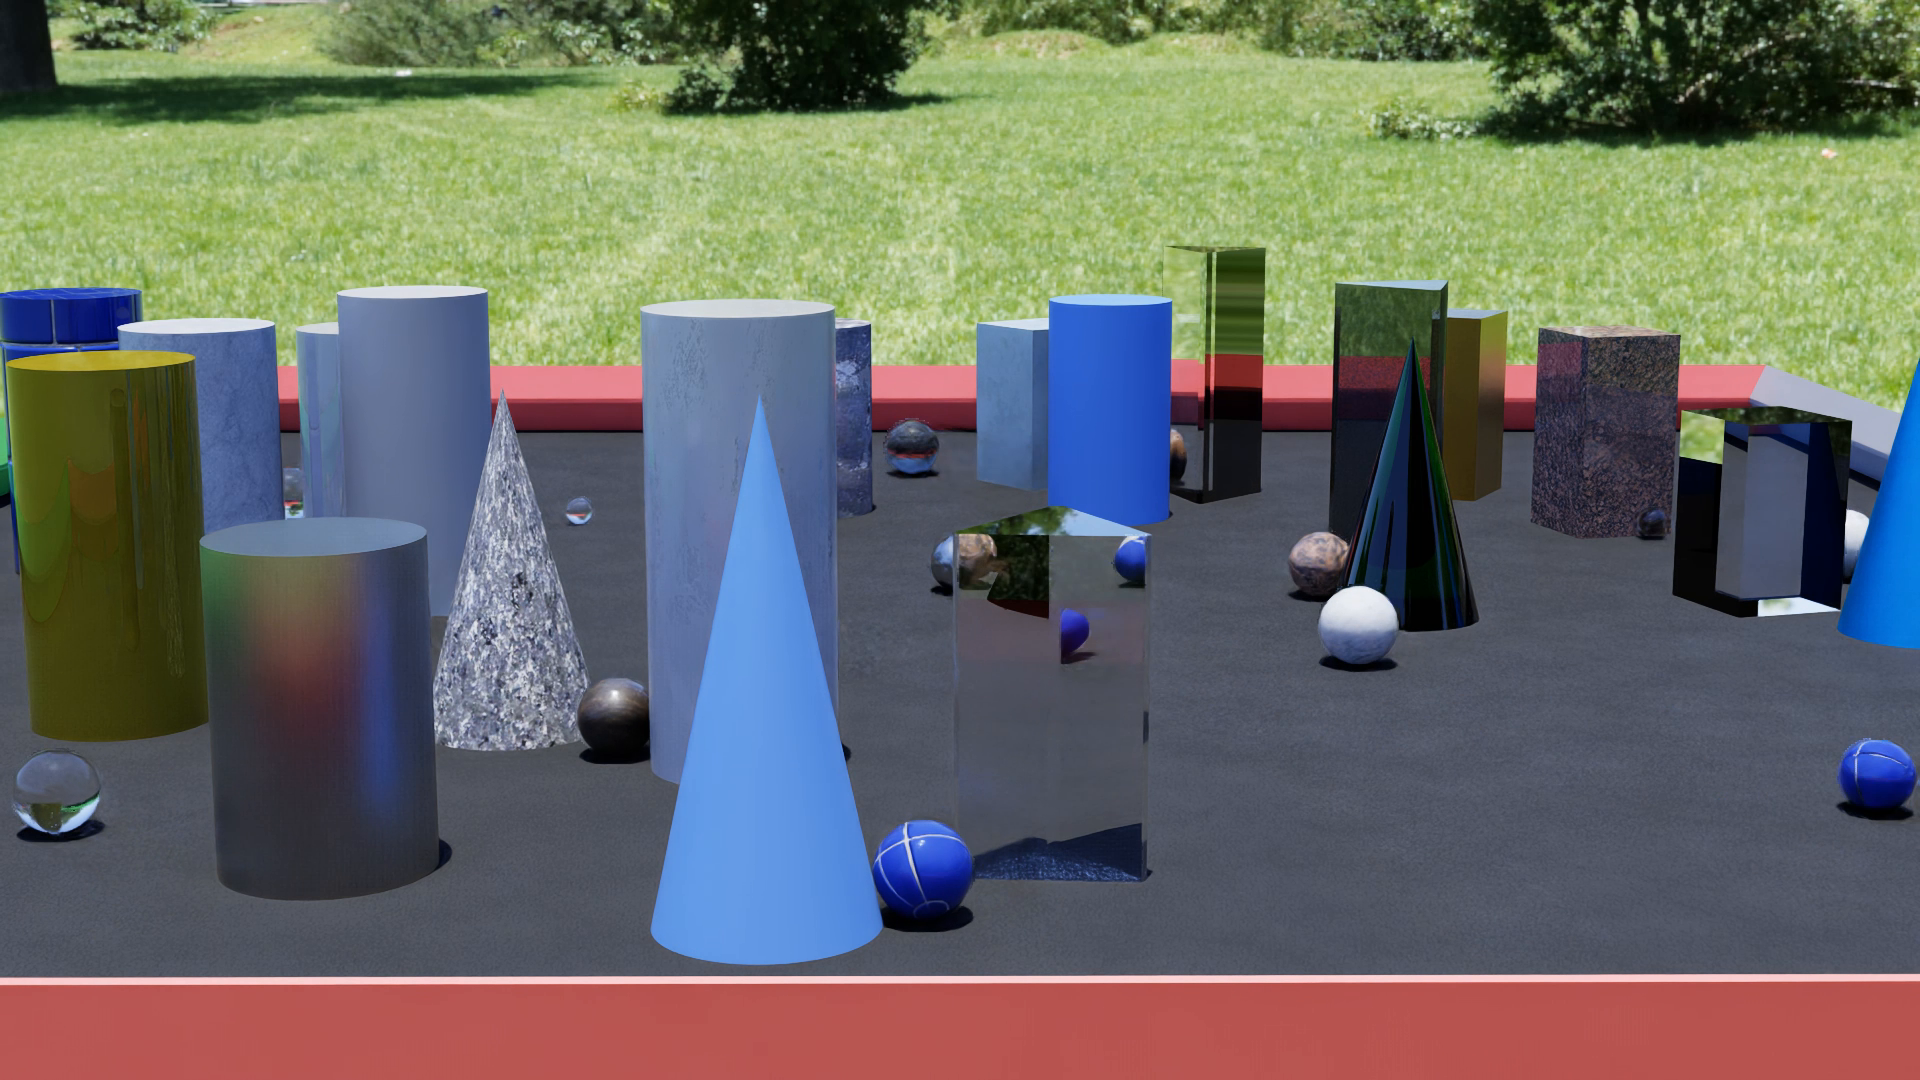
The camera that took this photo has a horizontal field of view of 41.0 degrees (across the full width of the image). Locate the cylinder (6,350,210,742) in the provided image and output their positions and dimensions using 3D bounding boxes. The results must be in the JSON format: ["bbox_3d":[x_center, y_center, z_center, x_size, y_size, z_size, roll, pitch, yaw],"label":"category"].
[{"bbox_3d":[-0.944,0.002,2.859,0.199,0.407,0.199,0,10,0],"label":"cylinder"}]

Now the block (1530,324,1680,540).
[{"bbox_3d":[1.021,-0.174,4.064,0.159,0.315,0.159,-3,11,-16],"label":"block"}]

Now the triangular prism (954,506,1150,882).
[{"bbox_3d":[0.087,0.138,2.370,0.172,0.318,0.149,1,11,4],"label":"triangular prism"}]

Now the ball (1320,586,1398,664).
[{"bbox_3d":[0.491,0.105,3.156,0.097,0.097,0.097,0,10,0],"label":"ball"}]

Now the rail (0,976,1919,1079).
[{"bbox_3d":[0.010,0.350,1.735,3.281,0.129,0.045,0,10,0],"label":"rail"}]

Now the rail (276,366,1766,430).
[{"bbox_3d":[-0.010,-0.284,5.162,3.281,0.129,0.045,0,10,0],"label":"rail"}]

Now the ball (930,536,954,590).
[{"bbox_3d":[-0.003,0.033,3.597,0.079,0.079,0.079,0,10,0],"label":"ball"}]

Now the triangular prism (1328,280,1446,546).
[{"bbox_3d":[0.644,-0.155,3.662,0.172,0.423,0.149,10,15,44],"label":"triangular prism"}]

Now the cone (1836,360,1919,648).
[{"bbox_3d":[1.245,-0.101,3.296,0.199,0.451,0.199,0,10,0],"label":"cone"}]

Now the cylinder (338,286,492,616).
[{"bbox_3d":[-0.736,-0.124,3.489,0.199,0.426,0.199,0,10,0],"label":"cylinder"}]

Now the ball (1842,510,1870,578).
[{"bbox_3d":[1.270,0.006,3.683,0.099,0.099,0.099,0,10,0],"label":"ball"}]

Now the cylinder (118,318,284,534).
[{"bbox_3d":[-1.002,-0.090,3.404,0.199,0.390,0.199,0,10,0],"label":"cylinder"}]

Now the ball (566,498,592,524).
[{"bbox_3d":[-0.612,-0.046,4.124,0.042,0.042,0.042,0,10,0],"label":"ball"}]

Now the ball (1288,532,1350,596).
[{"bbox_3d":[0.501,0.034,3.558,0.090,0.090,0.090,0,10,0],"label":"ball"}]

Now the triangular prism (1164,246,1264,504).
[{"bbox_3d":[0.406,-0.289,4.392,0.149,0.421,0.172,9,14,41],"label":"triangular prism"}]

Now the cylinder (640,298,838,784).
[{"bbox_3d":[-0.227,0.000,2.666,0.199,0.482,0.199,0,10,0],"label":"cylinder"}]

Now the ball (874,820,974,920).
[{"bbox_3d":[-0.032,0.285,2.214,0.086,0.086,0.086,0,10,0],"label":"ball"}]

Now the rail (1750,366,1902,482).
[{"bbox_3d":[1.617,0.032,3.458,0.045,0.129,3.533,0,10,0],"label":"rail"}]

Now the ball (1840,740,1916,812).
[{"bbox_3d":[0.906,0.233,2.533,0.072,0.072,0.072,0,10,0],"label":"ball"}]

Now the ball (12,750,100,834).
[{"bbox_3d":[-0.868,0.241,2.464,0.081,0.081,0.081,0,10,0],"label":"ball"}]

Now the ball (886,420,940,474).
[{"bbox_3d":[-0.086,-0.167,4.625,0.097,0.097,0.097,0,10,0],"label":"ball"}]

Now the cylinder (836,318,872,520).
[{"bbox_3d":[-0.245,-0.203,4.231,0.199,0.311,0.199,0,10,0],"label":"cylinder"}]

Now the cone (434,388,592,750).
[{"bbox_3d":[-0.498,0.021,2.825,0.199,0.383,0.199,0,10,0],"label":"cone"}]

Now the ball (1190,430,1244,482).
[{"bbox_3d":[0.455,-0.150,4.544,0.093,0.093,0.093,0,10,0],"label":"ball"}]

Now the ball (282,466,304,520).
[{"bbox_3d":[-1.082,-0.073,4.137,0.090,0.090,0.090,0,10,0],"label":"ball"}]

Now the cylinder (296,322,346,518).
[{"bbox_3d":[-0.877,-0.143,3.810,0.199,0.347,0.199,0,10,0],"label":"cylinder"}]

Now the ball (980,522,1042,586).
[{"bbox_3d":[0.072,0.019,3.637,0.091,0.091,0.091,0,10,0],"label":"ball"}]

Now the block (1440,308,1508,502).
[{"bbox_3d":[0.837,-0.237,4.420,0.159,0.310,0.159,5,12,27],"label":"block"}]

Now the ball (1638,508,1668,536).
[{"bbox_3d":[1.080,-0.028,4.000,0.046,0.046,0.046,0,10,0],"label":"ball"}]

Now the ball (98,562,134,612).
[{"bbox_3d":[-1.130,0.063,3.466,0.066,0.066,0.066,0,10,0],"label":"ball"}]

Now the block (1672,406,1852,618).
[{"bbox_3d":[1.092,-0.041,3.501,0.159,0.259,0.159,-3,11,-17],"label":"block"}]

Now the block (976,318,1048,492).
[{"bbox_3d":[0.141,-0.242,4.529,0.159,0.280,0.159,-8,13,-36],"label":"block"}]

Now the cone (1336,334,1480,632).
[{"bbox_3d":[0.596,-0.085,3.408,0.199,0.378,0.199,0,10,0],"label":"cone"}]

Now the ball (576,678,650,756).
[{"bbox_3d":[-0.367,0.189,2.738,0.084,0.084,0.084,0,10,0],"label":"ball"}]

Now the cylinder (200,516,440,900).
[{"bbox_3d":[-0.581,0.149,2.336,0.199,0.309,0.199,0,10,0],"label":"cylinder"}]

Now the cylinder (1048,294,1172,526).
[{"bbox_3d":[0.243,-0.214,4.173,0.199,0.354,0.199,0,10,0],"label":"cylinder"}]

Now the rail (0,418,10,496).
[{"bbox_3d":[-1.617,0.035,3.440,0.045,0.129,3.533,0,10,0],"label":"rail"}]

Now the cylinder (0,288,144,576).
[{"bbox_3d":[-1.283,-0.158,3.736,0.199,0.403,0.199,0,10,0],"label":"cylinder"}]

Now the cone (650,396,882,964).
[{"bbox_3d":[-0.166,0.105,2.161,0.199,0.459,0.199,0,10,0],"label":"cone"}]
